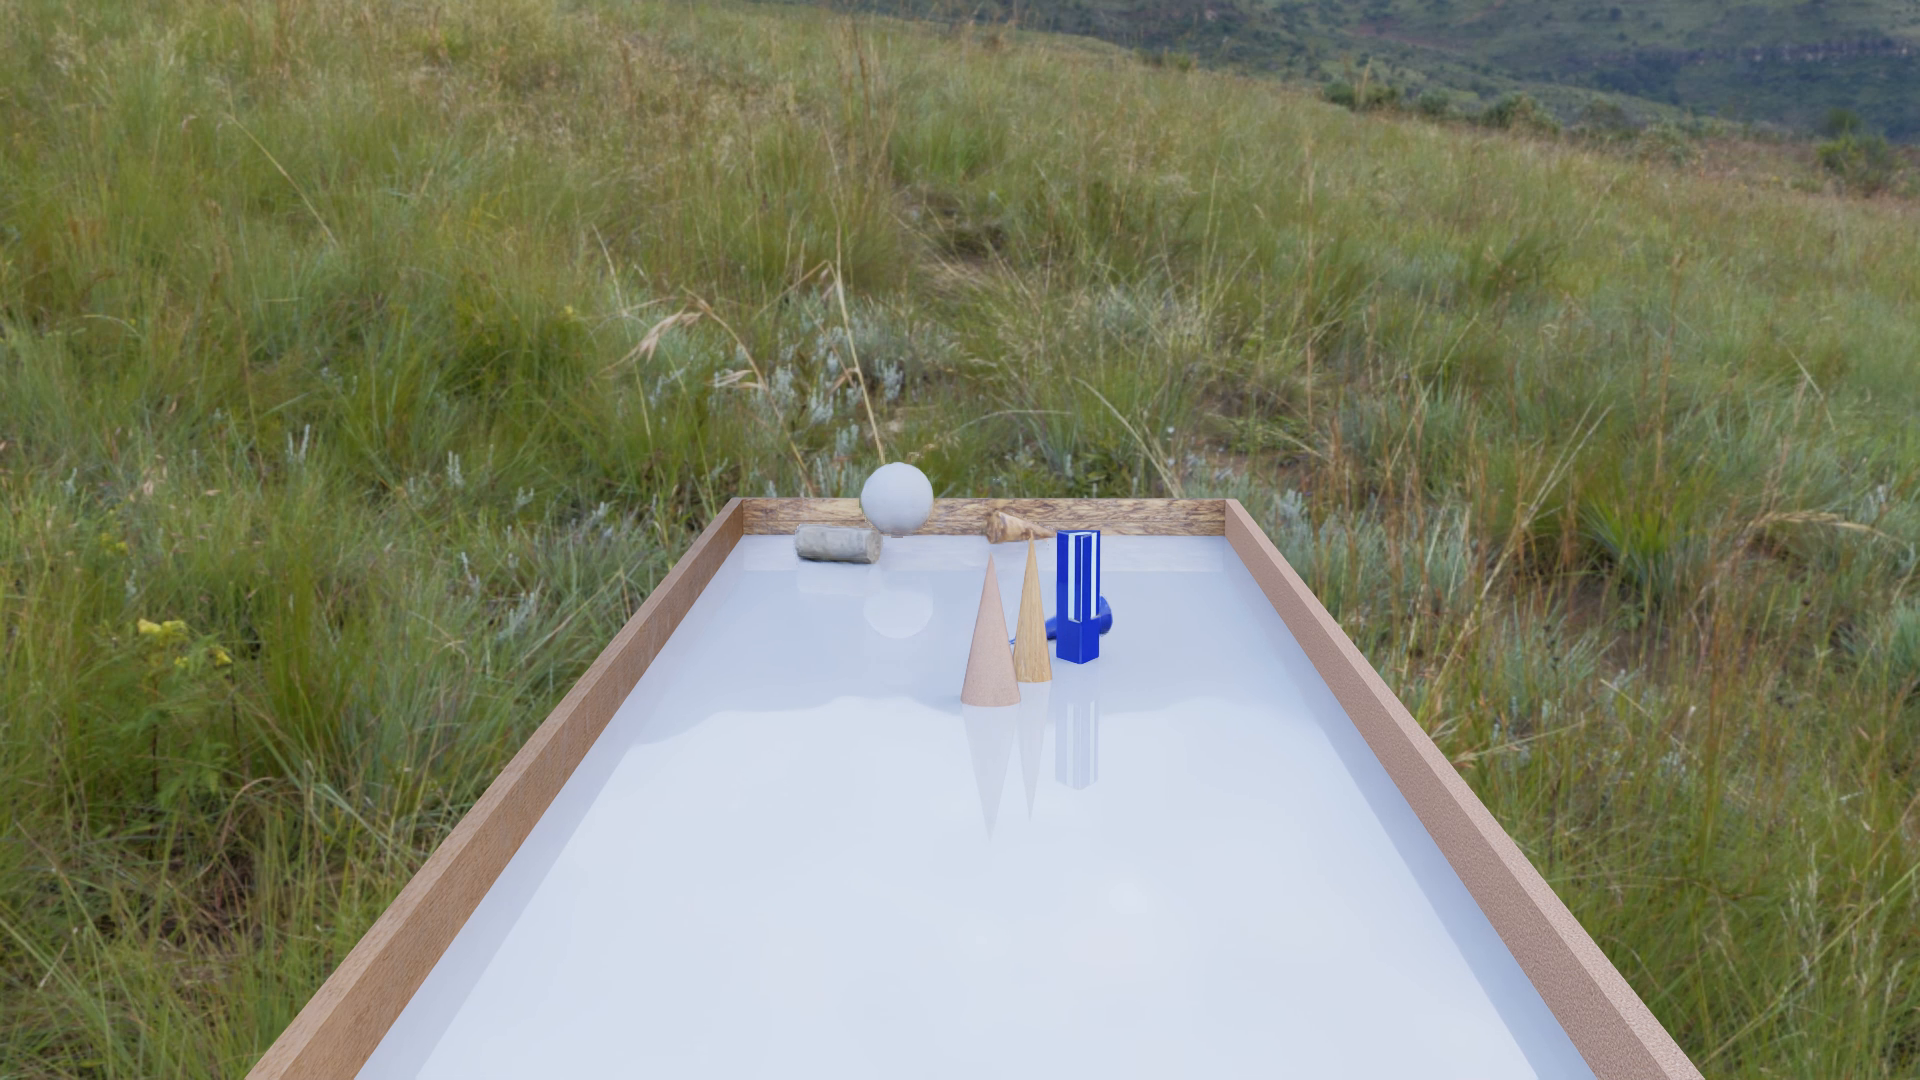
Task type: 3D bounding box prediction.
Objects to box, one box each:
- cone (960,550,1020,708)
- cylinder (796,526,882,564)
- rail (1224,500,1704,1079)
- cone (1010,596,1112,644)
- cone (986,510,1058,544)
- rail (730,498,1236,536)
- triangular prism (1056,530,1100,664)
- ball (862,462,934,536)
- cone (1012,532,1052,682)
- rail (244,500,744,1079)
[{"bbox_3d":[0.086,0.237,6.142,0.172,0.429,0.172,0,9,0],"label":"cone"},{"bbox_3d":[-0.468,0.018,8.483,0.309,0.129,0.129,4,10,24],"label":"cylinder"},{"bbox_3d":[1.046,0.843,3.208,0.050,0.150,12.000,0,9,1],"label":"rail"},{"bbox_3d":[0.294,0.284,7.015,0.384,0.129,0.129,-16,16,-29],"label":"cone"},{"bbox_3d":[0.281,-0.032,8.768,0.320,0.138,0.138,7,6,-21],"label":"cone"},{"bbox_3d":[0.099,-0.098,9.147,2.100,0.150,0.050,0,9,1],"label":"rail"},{"bbox_3d":[0.378,0.169,6.692,0.112,0.392,0.129,-6,11,-31],"label":"triangular prism"},{"bbox_3d":[-0.247,-0.162,8.704,0.289,0.289,0.289,0,9,0],"label":"ball"},{"bbox_3d":[0.208,0.183,6.419,0.126,0.449,0.126,0,9,0],"label":"cone"},{"bbox_3d":[-1.004,0.839,3.234,0.050,0.150,12.000,0,9,1],"label":"rail"}]
